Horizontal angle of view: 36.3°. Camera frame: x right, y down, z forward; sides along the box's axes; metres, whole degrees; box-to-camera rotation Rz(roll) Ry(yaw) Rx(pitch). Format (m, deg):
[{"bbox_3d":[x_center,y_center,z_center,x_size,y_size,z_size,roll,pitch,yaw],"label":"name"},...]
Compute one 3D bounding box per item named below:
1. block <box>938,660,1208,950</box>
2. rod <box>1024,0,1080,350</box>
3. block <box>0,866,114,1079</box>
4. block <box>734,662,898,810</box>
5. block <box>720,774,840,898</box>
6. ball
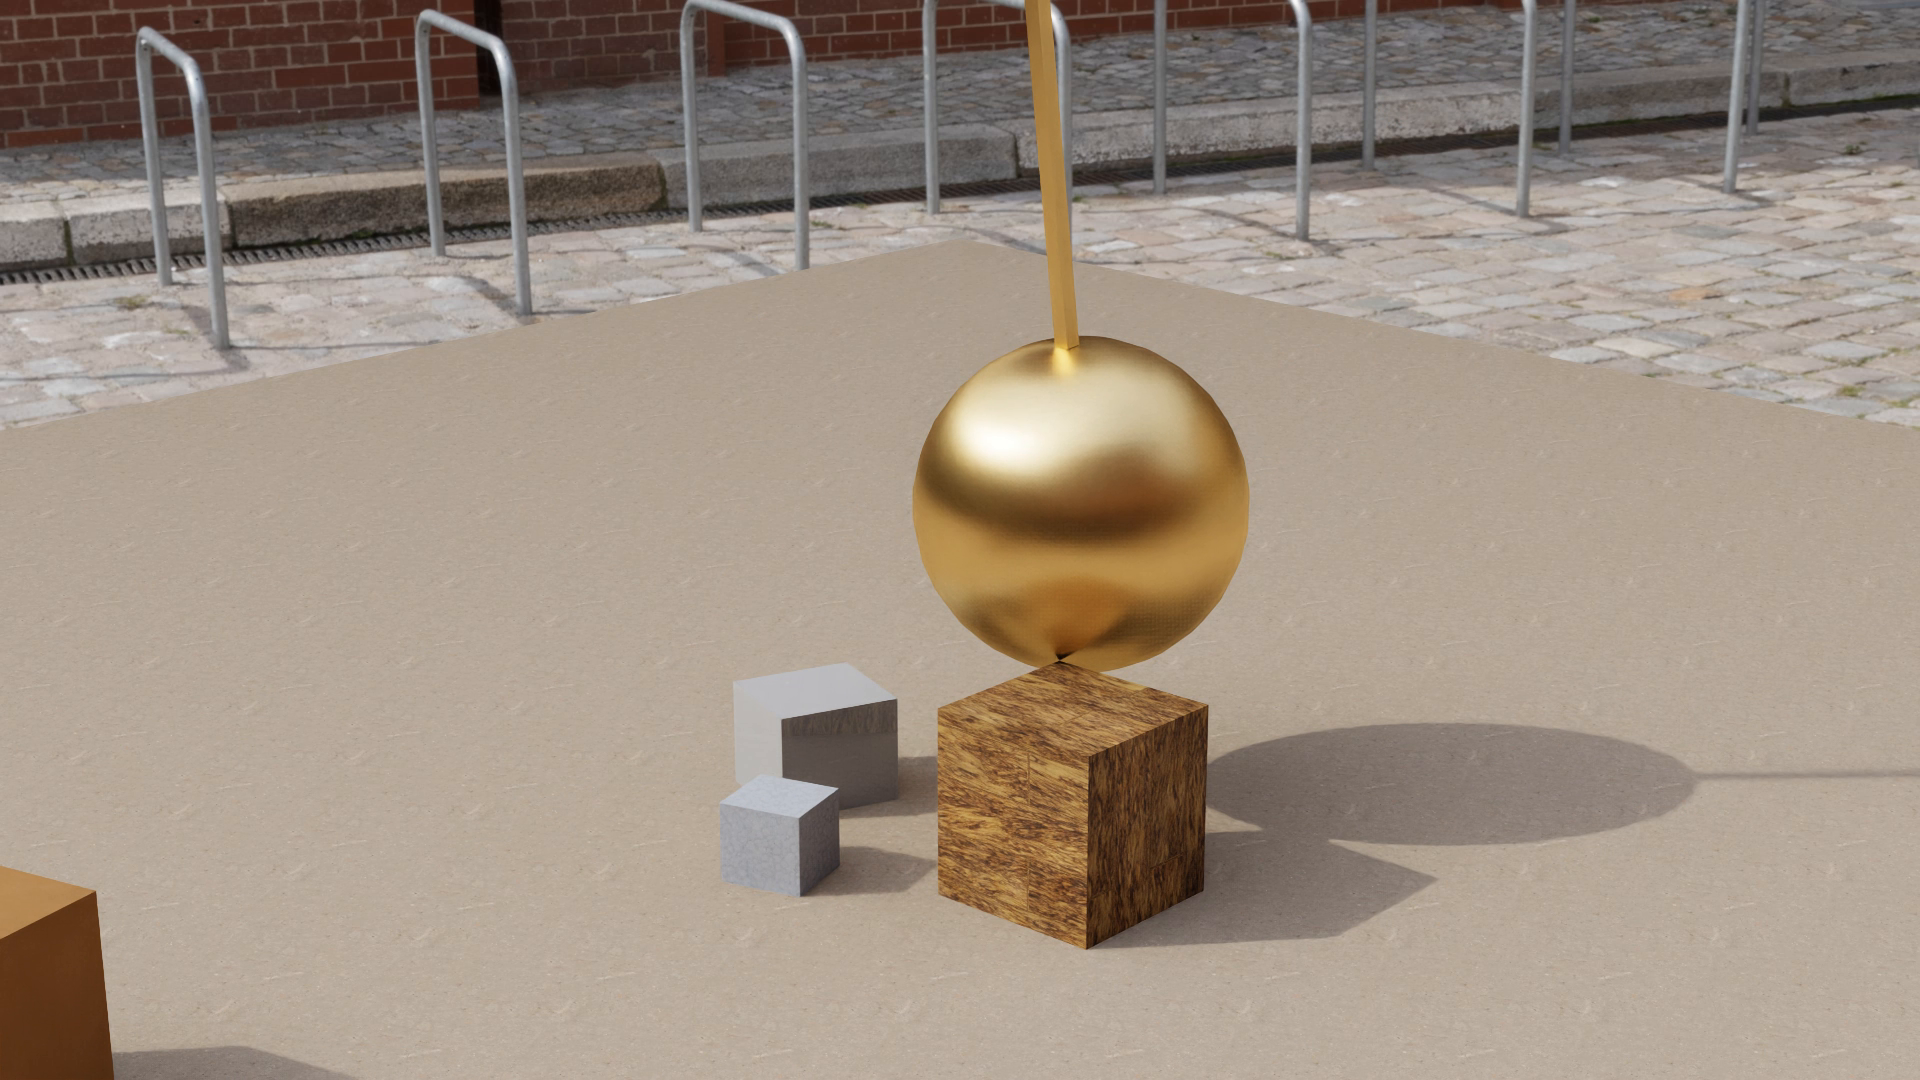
[{"bbox_3d":[0.502,1.167,13.135,0.866,0.898,0.836,15,23,40],"label":"block"},{"bbox_3d":[0.248,-3.284,12.570,0.080,5.200,0.080,17,32,42],"label":"rod"},{"bbox_3d":[-3.837,1.810,11.032,0.883,0.931,0.824,9,20,27],"label":"block"},{"bbox_3d":[-0.707,0.980,14.353,0.613,0.524,0.582,-9,19,-26],"label":"block"},{"bbox_3d":[-0.823,1.348,13.410,0.409,0.386,0.386,8,19,24],"label":"block"},{"bbox_3d":[0.572,-0.168,13.889,1.600,1.600,1.600,0,17,0],"label":"ball"}]
